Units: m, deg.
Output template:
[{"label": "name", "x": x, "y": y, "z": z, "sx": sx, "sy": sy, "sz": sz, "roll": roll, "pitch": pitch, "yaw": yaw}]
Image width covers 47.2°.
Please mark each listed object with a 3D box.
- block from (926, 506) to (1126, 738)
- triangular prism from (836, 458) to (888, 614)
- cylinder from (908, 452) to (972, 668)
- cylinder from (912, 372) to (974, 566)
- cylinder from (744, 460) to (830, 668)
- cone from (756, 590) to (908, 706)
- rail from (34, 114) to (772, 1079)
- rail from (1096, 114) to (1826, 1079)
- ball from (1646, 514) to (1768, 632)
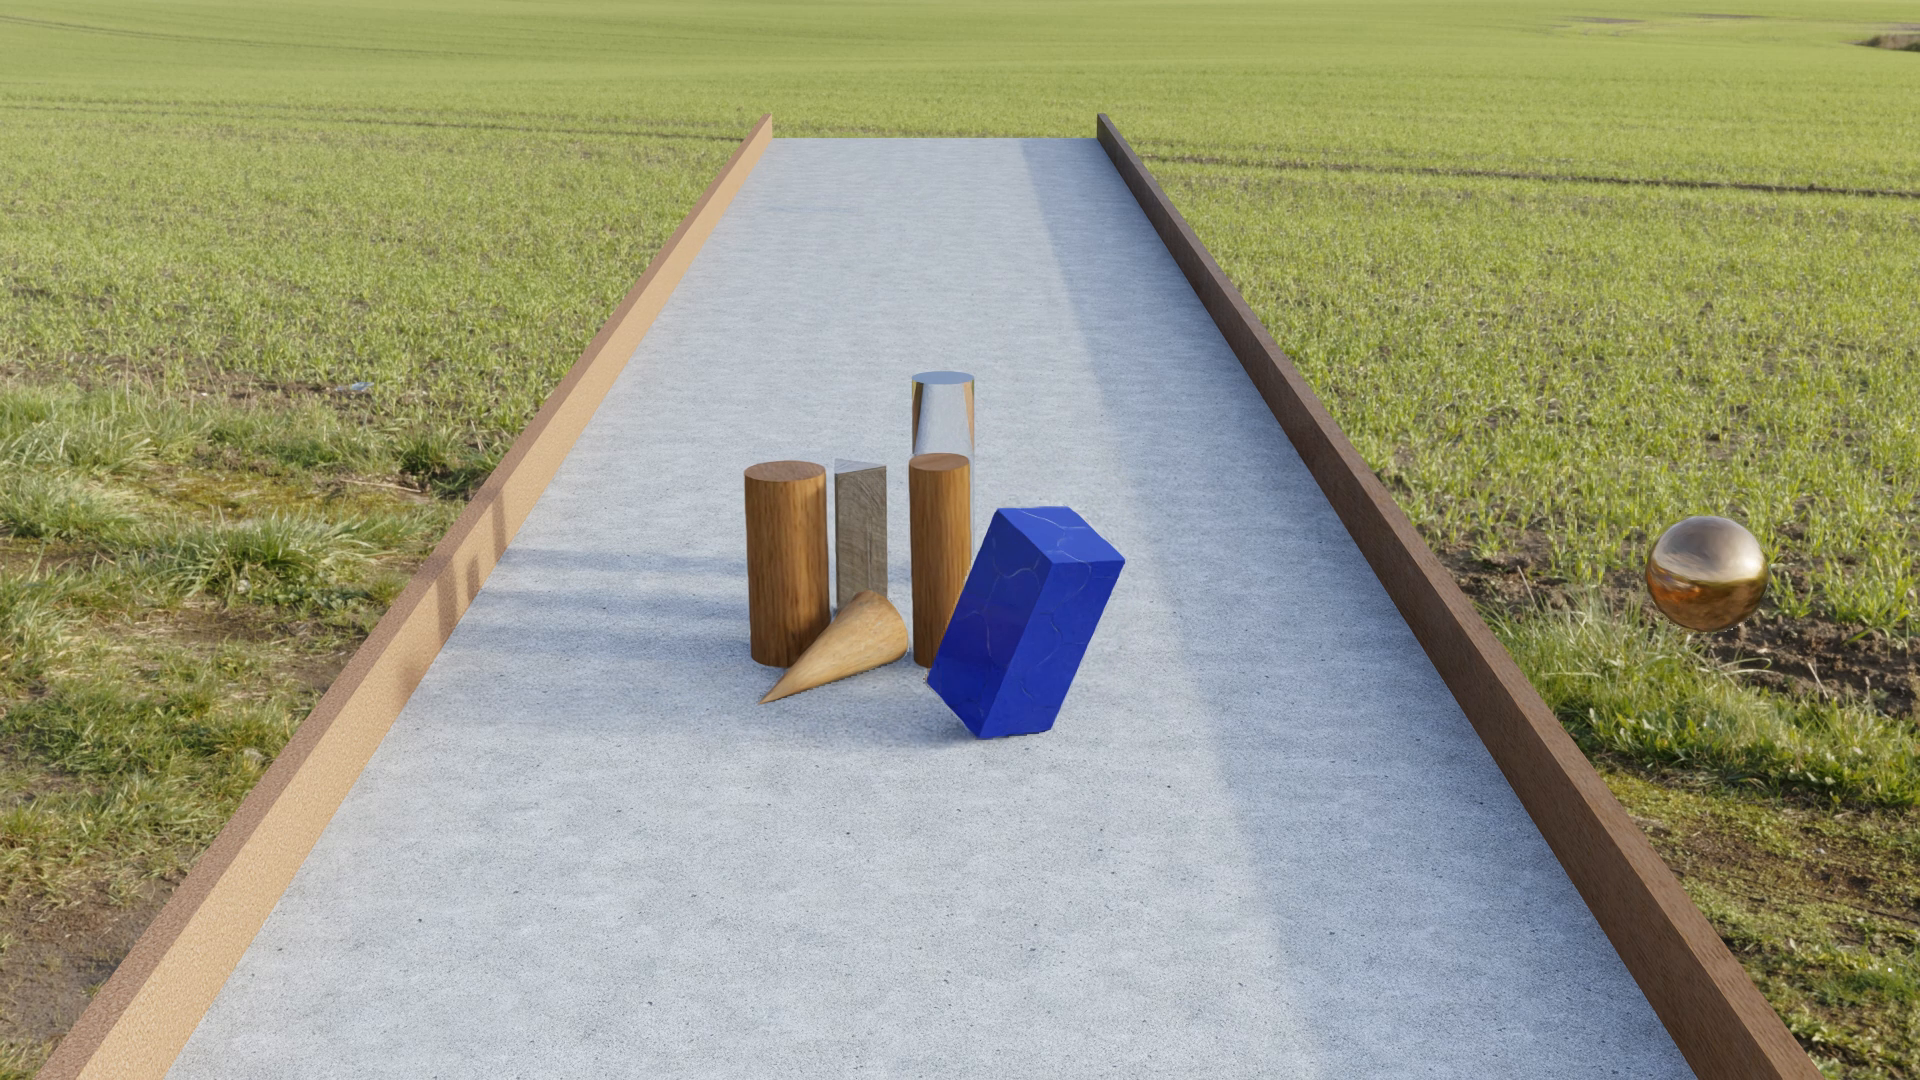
[{"label": "block", "x": 0.115, "y": 0.147, "z": 3.964, "sx": 0.174, "sy": 0.379, "sz": 0.174, "roll": -2, "pitch": 35, "yaw": -40}, {"label": "triangular prism", "x": -0.233, "y": -0.001, "z": 4.650, "sx": 0.123, "sy": 0.330, "sz": 0.106, "roll": -11, "pitch": 20, "yaw": -32}, {"label": "cylinder", "x": -0.037, "y": 0.042, "z": 4.352, "sx": 0.120, "sy": 0.413, "sz": 0.120, "roll": -1, "pitch": 19, "yaw": 0}, {"label": "cylinder", "x": -0.037, "y": -0.136, "z": 4.882, "sx": 0.138, "sy": 0.458, "sz": 0.138, "roll": 0, "pitch": 17, "yaw": 0}, {"label": "cylinder", "x": -0.343, "y": 0.047, "z": 4.394, "sx": 0.162, "sy": 0.383, "sz": 0.162, "roll": -1, "pitch": 17, "yaw": 0}, {"label": "cone", "x": -0.275, "y": 0.243, "z": 4.278, "sx": 0.154, "sy": 0.154, "sz": 0.349, "roll": 14, "pitch": 34, "yaw": 40}, {"label": "rail", "x": -1.118, "y": -0.838, "z": 7.780, "sx": 0.050, "sy": 0.150, "sz": 12.000, "roll": 0, "pitch": 17, "yaw": -1}, {"label": "rail", "x": 0.932, "y": -0.844, "z": 7.801, "sx": 0.050, "sy": 0.150, "sz": 12.000, "roll": 0, "pitch": 17, "yaw": -1}, {"label": "ball", "x": 1.337, "y": 0.060, "z": 3.938, "sx": 0.210, "sy": 0.210, "sz": 0.210, "roll": 0, "pitch": 17, "yaw": 0}]
